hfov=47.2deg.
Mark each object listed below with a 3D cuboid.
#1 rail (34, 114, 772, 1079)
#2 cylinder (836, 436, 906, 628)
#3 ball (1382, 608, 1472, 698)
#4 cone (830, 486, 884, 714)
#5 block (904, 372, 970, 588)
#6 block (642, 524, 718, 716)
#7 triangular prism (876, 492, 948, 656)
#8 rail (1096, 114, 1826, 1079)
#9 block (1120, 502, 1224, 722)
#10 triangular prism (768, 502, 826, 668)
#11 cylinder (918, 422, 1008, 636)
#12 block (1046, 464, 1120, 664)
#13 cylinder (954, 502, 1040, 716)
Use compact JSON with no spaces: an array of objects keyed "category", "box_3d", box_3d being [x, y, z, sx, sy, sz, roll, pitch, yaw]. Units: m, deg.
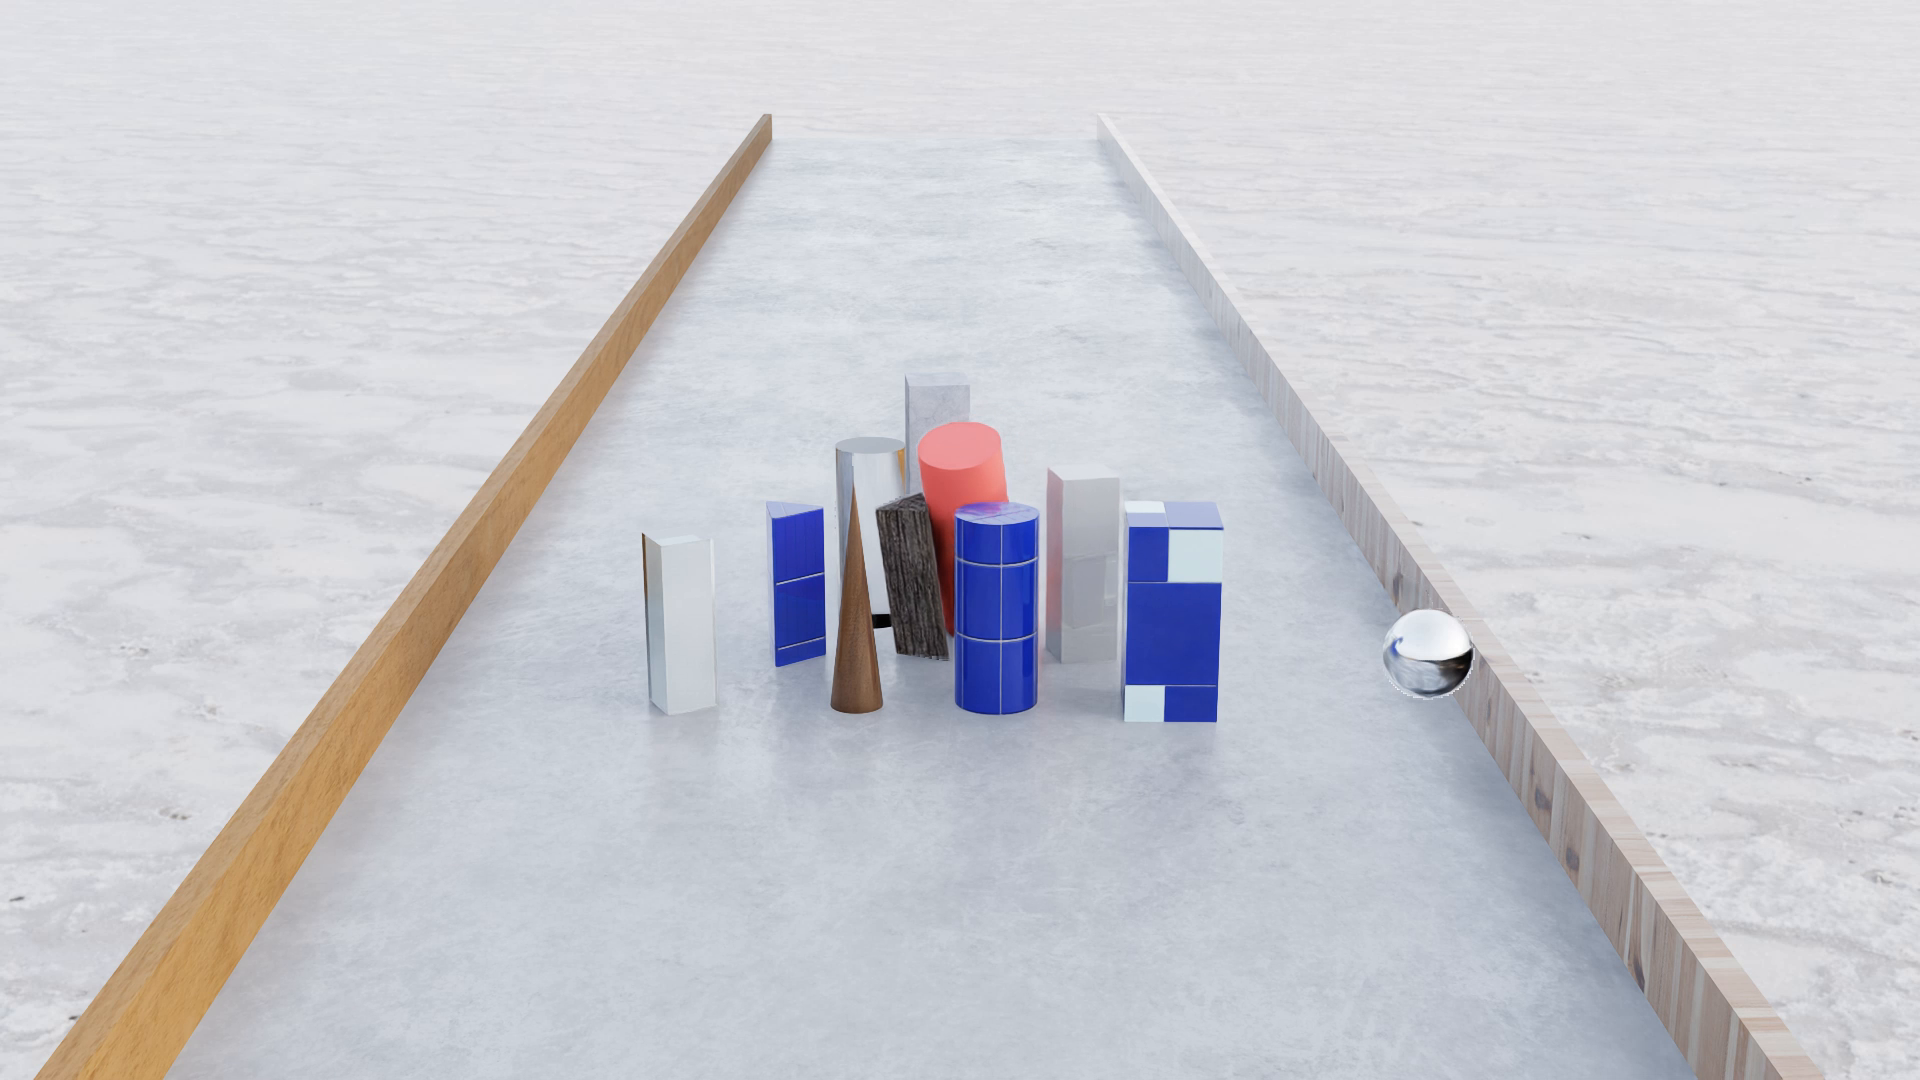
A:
[{"category":"rail","box_3d":[-1.118,-0.838,7.780,0.050,0.150,12.000,0,17,-1]},{"category":"cylinder","box_3d":[-0.186,-0.016,4.617,0.147,0.378,0.147,0,17,0]},{"category":"ball","box_3d":[0.864,0.209,4.066,0.163,0.163,0.163,0,17,0]},{"category":"cone","box_3d":[-0.196,0.100,4.114,0.101,0.442,0.101,0,17,0]},{"category":"block","box_3d":[-0.050,-0.131,4.861,0.132,0.460,0.132,-2,17,-5]},{"category":"block","box_3d":[-0.526,0.150,4.138,0.103,0.332,0.103,-9,19,-27]},{"category":"triangular prism","box_3d":[-0.077,0.068,4.422,0.114,0.311,0.099,2,22,24]},{"category":"rail","box_3d":[0.932,-0.844,7.801,0.050,0.150,12.000,0,17,-1]},{"category":"block","box_3d":[0.394,0.133,4.118,0.172,0.378,0.172,0,17,1]},{"category":"triangular prism","box_3d":[-0.352,0.082,4.410,0.123,0.309,0.107,-14,21,-38]},{"category":"cylinder","box_3d":[0.024,-0.011,4.437,0.165,0.441,0.165,-5,37,4]},{"category":"block","box_3d":[0.245,0.046,4.406,0.116,0.377,0.116,-4,16,-13]},{"category":"cylinder","box_3d":[0.069,0.128,4.143,0.158,0.372,0.158,0,17,0]}]
